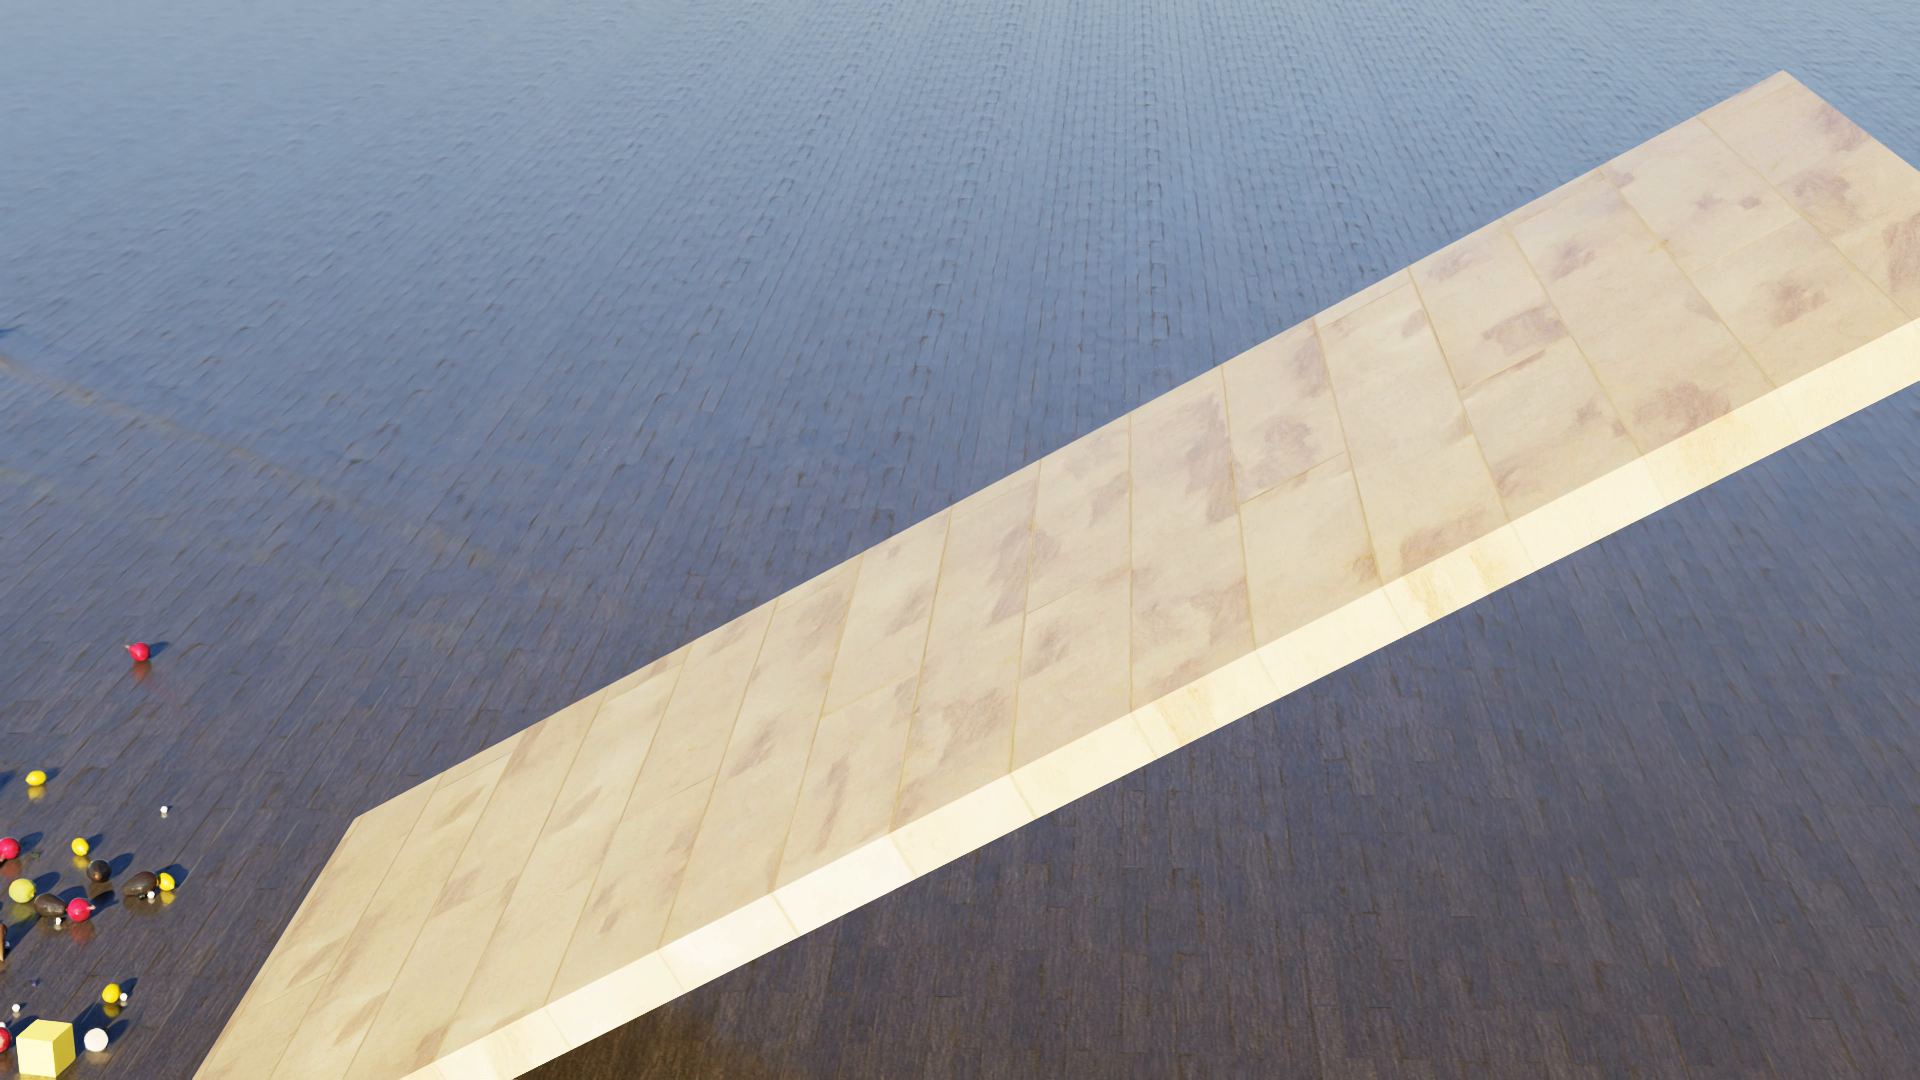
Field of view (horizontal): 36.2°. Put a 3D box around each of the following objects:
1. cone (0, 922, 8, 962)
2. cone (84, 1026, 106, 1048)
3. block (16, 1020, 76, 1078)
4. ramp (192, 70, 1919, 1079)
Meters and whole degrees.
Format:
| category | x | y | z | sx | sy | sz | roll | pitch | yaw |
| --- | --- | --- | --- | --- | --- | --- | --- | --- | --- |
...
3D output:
| category | x | y | z | sx | sy | sz | roll | pitch | yaw |
| --- | --- | --- | --- | --- | --- | --- | --- | --- | --- |
| cone | -2.309 | 0.978 | 7.048 | 0.086 | 0.086 | 0.086 | -14 | 49 | -36 |
| cone | -1.939 | 1.125 | 6.624 | 0.051 | 0.051 | 0.051 | 2 | -19 | 8 |
| block | -2.025 | 1.126 | 6.517 | 0.087 | 0.087 | 0.087 | 4 | 19 | 13 |
| ramp | 0.142 | 0.167 | 6.283 | 4.000 | 0.100 | 2.000 | -28 | 14 | 11 |
